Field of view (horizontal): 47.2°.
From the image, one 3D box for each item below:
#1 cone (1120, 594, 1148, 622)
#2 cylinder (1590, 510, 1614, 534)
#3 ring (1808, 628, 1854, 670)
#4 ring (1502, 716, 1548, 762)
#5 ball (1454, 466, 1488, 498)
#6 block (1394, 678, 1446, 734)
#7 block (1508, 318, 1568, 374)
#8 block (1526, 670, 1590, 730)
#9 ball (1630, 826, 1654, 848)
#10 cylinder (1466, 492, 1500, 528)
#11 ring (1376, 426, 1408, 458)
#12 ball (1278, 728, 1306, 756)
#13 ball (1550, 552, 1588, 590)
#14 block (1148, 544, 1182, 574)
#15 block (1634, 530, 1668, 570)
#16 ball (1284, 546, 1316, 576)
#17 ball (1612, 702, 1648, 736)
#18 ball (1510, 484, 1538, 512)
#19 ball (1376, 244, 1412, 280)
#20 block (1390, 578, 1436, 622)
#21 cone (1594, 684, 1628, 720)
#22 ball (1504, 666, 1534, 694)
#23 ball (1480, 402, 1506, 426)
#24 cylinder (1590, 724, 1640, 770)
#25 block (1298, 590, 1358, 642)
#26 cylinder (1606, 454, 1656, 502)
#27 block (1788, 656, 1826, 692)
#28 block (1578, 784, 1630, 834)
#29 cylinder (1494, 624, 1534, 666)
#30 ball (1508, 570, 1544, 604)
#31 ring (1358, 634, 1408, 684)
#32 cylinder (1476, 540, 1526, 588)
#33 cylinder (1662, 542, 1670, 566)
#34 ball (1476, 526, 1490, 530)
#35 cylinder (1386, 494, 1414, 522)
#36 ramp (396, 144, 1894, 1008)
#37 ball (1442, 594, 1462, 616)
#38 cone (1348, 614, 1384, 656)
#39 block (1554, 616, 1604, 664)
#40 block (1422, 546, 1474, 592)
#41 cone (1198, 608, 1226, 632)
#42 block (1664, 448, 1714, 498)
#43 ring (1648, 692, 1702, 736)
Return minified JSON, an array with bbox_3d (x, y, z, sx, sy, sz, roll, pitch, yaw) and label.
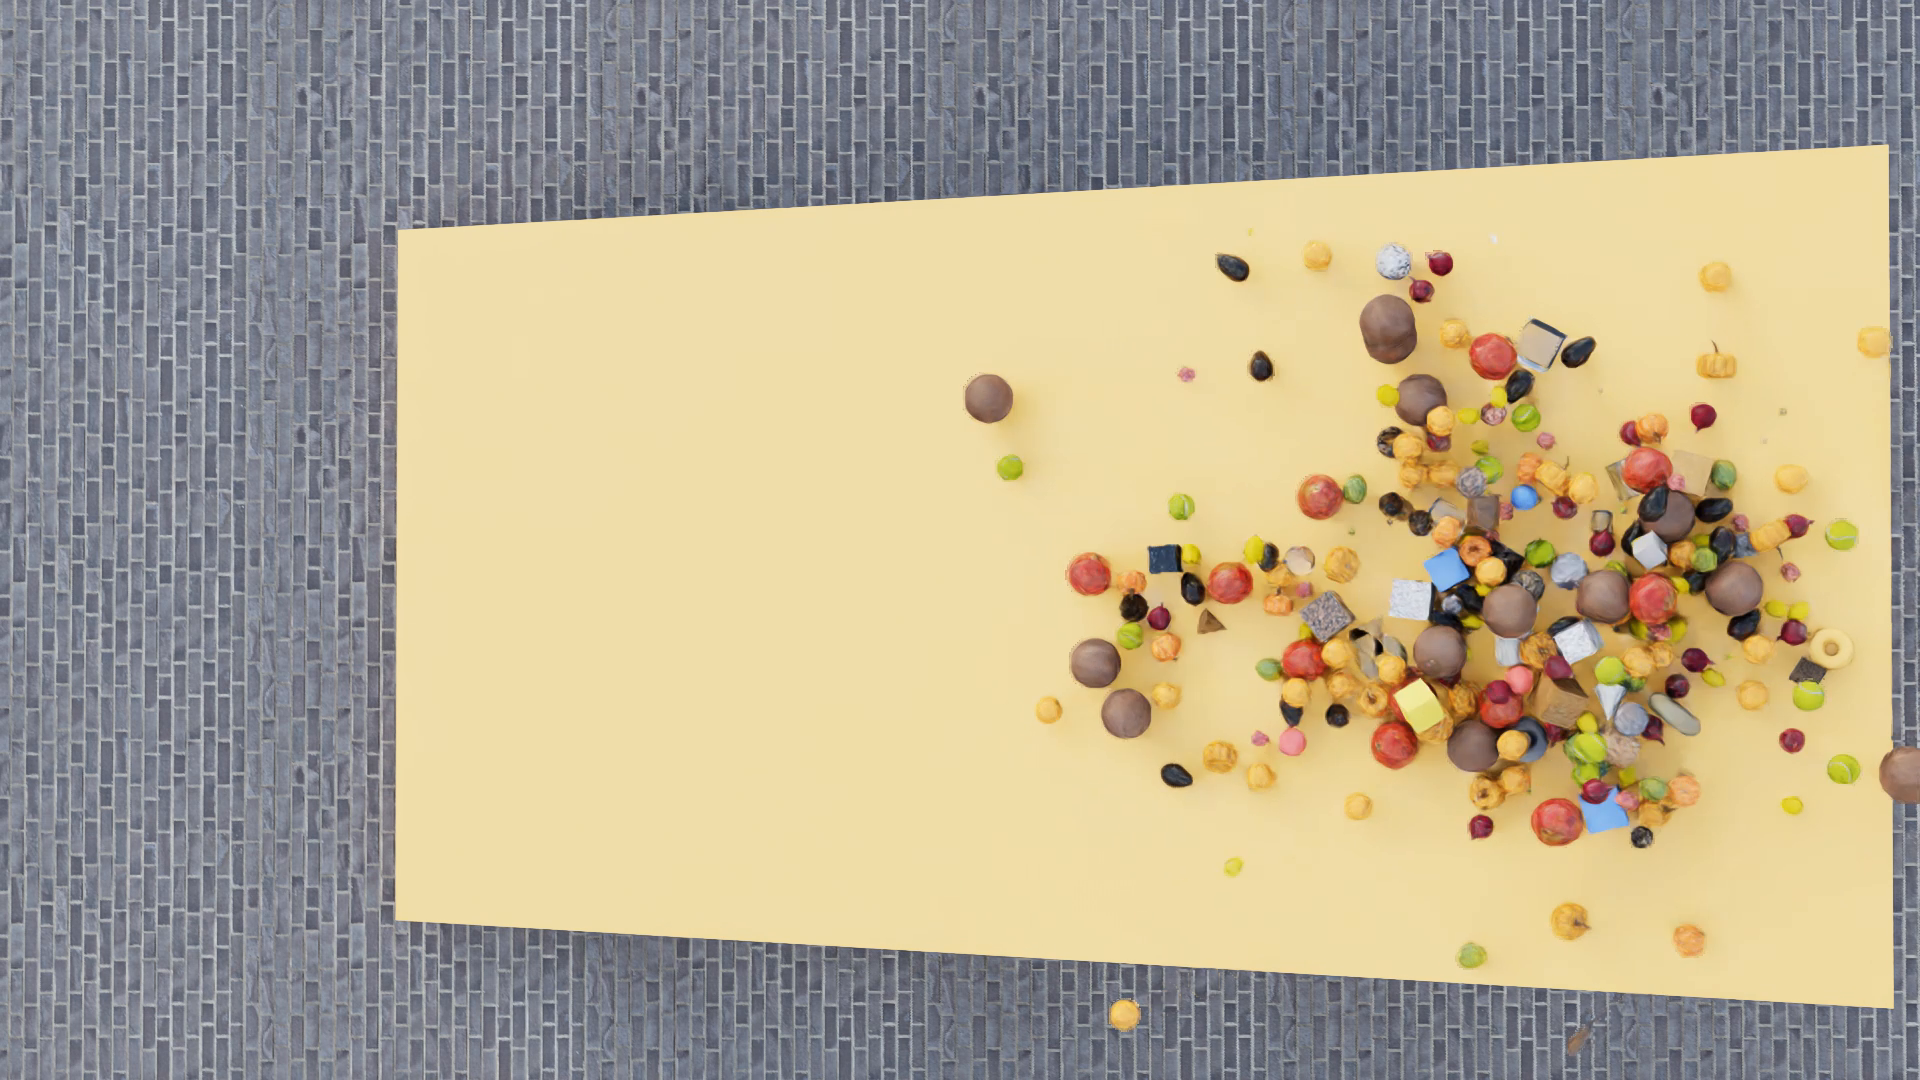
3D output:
[{"bbox_3d":[0.436,0.174,5.634,0.076,0.076,0.076,0,89,19],"label":"cone"},{"bbox_3d":[1.540,-0.042,5.272,0.050,0.050,0.050,7,83,0],"label":"cylinder"},{"bbox_3d":[2.028,0.254,5.116,0.100,0.033,0.100,0,89,20],"label":"ring"},{"bbox_3d":[1.365,0.482,5.315,0.114,0.038,0.114,2,71,-6],"label":"ring"},{"bbox_3d":[1.214,-0.138,5.219,0.077,0.077,0.077,0,89,0],"label":"ball"},{"bbox_3d":[1.096,0.397,5.245,0.077,0.077,0.077,-31,123,1],"label":"block"},{"bbox_3d":[1.390,-0.467,5.292,0.092,0.092,0.092,28,89,7],"label":"block"},{"bbox_3d":[1.420,0.379,5.226,0.090,0.090,0.090,17,114,-16],"label":"block"},{"bbox_3d":[1.623,0.708,5.236,0.052,0.052,0.052,0,89,0],"label":"ball"},{"bbox_3d":[1.258,-0.072,5.286,0.076,0.076,0.076,1,97,0],"label":"cylinder"},{"bbox_3d":[1.072,-0.242,5.449,0.079,0.026,0.079,1,93,15],"label":"ring"},{"bbox_3d":[0.831,0.506,5.498,0.070,0.070,0.070,0,89,0],"label":"ball"},{"bbox_3d":[1.463,0.075,5.280,0.089,0.089,0.089,0,89,0],"label":"ball"},{"bbox_3d":[0.523,0.048,5.608,0.069,0.069,0.069,-6,88,17],"label":"block"},{"bbox_3d":[1.617,0.025,5.150,0.055,0.055,0.055,44,124,-14],"label":"block"},{"bbox_3d":[0.831,0.051,5.378,0.078,0.078,0.078,0,89,0],"label":"ball"},{"bbox_3d":[1.577,0.421,5.169,0.081,0.081,0.081,0,89,0],"label":"ball"},{"bbox_3d":[1.367,-0.102,5.328,0.065,0.065,0.065,0,89,0],"label":"ball"},{"bbox_3d":[1.070,-0.684,5.424,0.088,0.088,0.088,0,89,0],"label":"ball"},{"bbox_3d":[1.111,0.146,5.396,0.093,0.093,0.093,7,91,19],"label":"block"},{"bbox_3d":[1.535,0.391,5.196,0.078,0.078,0.078,12,66,0],"label":"cone"},{"bbox_3d":[1.334,0.334,5.246,0.067,0.067,0.067,0,89,0],"label":"ball"},{"bbox_3d":[1.299,-0.308,5.356,0.061,0.061,0.061,0,89,0],"label":"ball"},{"bbox_3d":[1.551,0.490,5.206,0.082,0.082,0.082,27,89,-8],"label":"cylinder"},{"bbox_3d":[0.914,0.188,5.461,0.094,0.094,0.094,-39,78,14],"label":"block"},{"bbox_3d":[1.596,-0.149,5.238,0.088,0.088,0.088,-22,82,0],"label":"cylinder"},{"bbox_3d":[1.973,0.313,5.119,0.060,0.060,0.060,33,99,16],"label":"block"},{"bbox_3d":[1.537,0.642,5.246,0.091,0.091,0.091,-17,84,18],"label":"block"},{"bbox_3d":[1.339,0.253,5.315,0.090,0.090,0.090,-5,91,0],"label":"cylinder"},{"bbox_3d":[1.363,0.114,5.292,0.084,0.084,0.084,0,89,0],"label":"ball"},{"bbox_3d":[1.046,0.294,5.443,0.123,0.041,0.123,-1,88,23],"label":"ring"},{"bbox_3d":[1.310,0.059,5.333,0.087,0.087,0.087,30,99,0],"label":"cylinder"},{"bbox_3d":[1.658,0.030,5.233,0.054,0.054,0.054,11,89,19],"label":"cylinder"},{"bbox_3d":[1.277,-0.053,5.359,0.060,0.060,0.060,0,89,0],"label":"ball"},{"bbox_3d":[1.082,-0.078,5.413,0.054,0.054,0.054,-3,108,-10],"label":"cylinder"},{"bbox_3d":[0.278,0.092,5.781,4.000,0.100,2.000,0,89,19],"label":"ramp"},{"bbox_3d":[1.196,0.158,5.344,0.050,0.050,0.050,0,89,0],"label":"ball"},{"bbox_3d":[1.022,0.217,5.419,0.096,0.096,0.096,37,63,0],"label":"cone"},{"bbox_3d":[1.463,0.238,5.192,0.076,0.076,0.076,-32,84,31],"label":"block"},{"bbox_3d":[1.193,0.072,5.374,0.084,0.084,0.084,-31,80,16],"label":"block"},{"bbox_3d":[0.647,0.217,5.585,0.068,0.068,0.068,22,89,6],"label":"cone"},{"bbox_3d":[1.722,-0.157,5.194,0.092,0.092,0.092,16,94,18],"label":"block"},{"bbox_3d":[1.682,0.410,5.175,0.140,0.140,0.047,36,101,0],"label":"ring"}]
